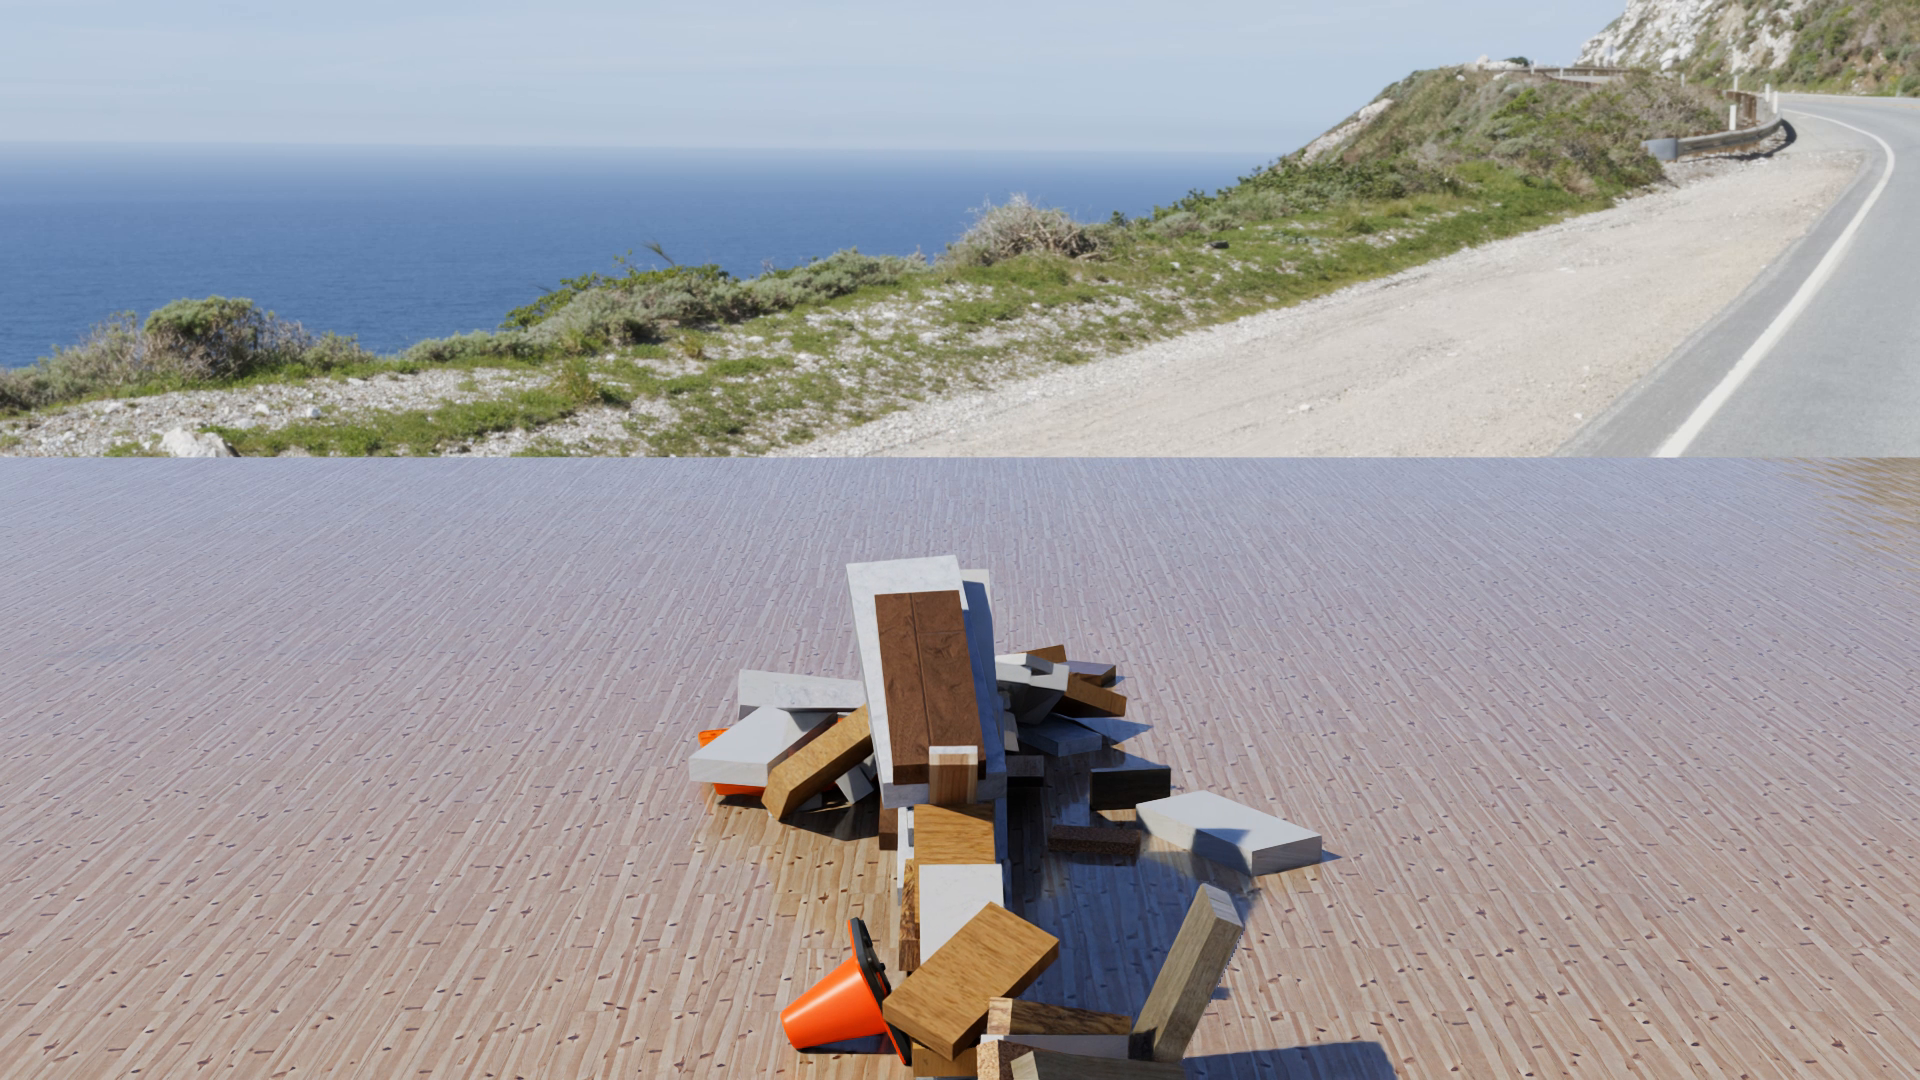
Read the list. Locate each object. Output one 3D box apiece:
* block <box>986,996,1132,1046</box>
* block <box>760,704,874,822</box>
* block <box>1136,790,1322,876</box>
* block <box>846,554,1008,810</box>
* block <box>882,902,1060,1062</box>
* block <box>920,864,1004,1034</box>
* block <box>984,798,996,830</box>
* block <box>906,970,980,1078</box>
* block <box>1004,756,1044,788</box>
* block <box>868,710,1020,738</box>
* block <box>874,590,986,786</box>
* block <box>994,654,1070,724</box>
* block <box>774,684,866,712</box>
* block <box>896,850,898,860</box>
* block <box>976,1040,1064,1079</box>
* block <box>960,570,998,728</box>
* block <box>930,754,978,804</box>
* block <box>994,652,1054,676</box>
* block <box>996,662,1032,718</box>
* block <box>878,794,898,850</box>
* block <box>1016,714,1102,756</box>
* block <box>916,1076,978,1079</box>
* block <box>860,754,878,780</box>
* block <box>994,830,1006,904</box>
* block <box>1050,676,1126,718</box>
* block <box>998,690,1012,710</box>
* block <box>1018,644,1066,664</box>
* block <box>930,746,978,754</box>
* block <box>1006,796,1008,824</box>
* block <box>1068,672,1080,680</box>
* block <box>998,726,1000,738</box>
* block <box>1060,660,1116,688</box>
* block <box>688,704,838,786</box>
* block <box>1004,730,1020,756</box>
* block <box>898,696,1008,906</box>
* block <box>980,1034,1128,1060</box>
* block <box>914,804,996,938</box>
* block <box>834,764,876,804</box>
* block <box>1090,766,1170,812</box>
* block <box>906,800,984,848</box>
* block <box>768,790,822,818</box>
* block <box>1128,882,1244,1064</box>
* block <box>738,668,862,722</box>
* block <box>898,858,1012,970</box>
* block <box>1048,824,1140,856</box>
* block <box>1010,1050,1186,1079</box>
[{"bbox_3d":[0.124,0.650,2.764,0.035,0.124,0.248,-6,-18,40],"label":"block"},{"bbox_3d":[-0.199,0.371,4.047,0.358,0.051,0.179,-34,-14,-24],"label":"block"},{"bbox_3d":[0.476,0.520,3.923,0.160,0.045,0.320,-7,13,-33],"label":"block"},{"bbox_3d":[-0.058,0.206,3.369,0.179,0.051,0.526,-5,37,-7],"label":"block"},{"bbox_3d":[0.016,0.555,2.783,0.111,0.031,0.222,25,42,30],"label":"block"},{"bbox_3d":[0.004,0.531,2.871,0.111,0.031,0.274,0,36,-1],"label":"block"},{"bbox_3d":[-0.003,0.431,3.259,0.111,0.031,0.221,0,23,1],"label":"block"},{"bbox_3d":[0.001,0.625,2.865,0.132,0.037,0.265,-1,11,-3],"label":"block"},{"bbox_3d":[0.090,0.435,4.120,0.132,0.037,0.265,-1,-11,2],"label":"block"},{"bbox_3d":[-0.023,0.353,4.073,0.176,0.050,0.447,-15,-11,11],"label":"block"},{"bbox_3d":[-0.048,0.214,3.283,0.133,0.038,0.398,-3,36,-5],"label":"block"},{"bbox_3d":[0.102,0.302,4.429,0.176,0.050,0.353,9,-16,-5],"label":"block"},{"bbox_3d":[-0.190,0.310,4.302,0.320,0.045,0.160,0,-7,6],"label":"block"},{"bbox_3d":[-0.011,0.508,3.696,0.174,0.049,0.347,-1,-7,1],"label":"block"},{"bbox_3d":[0.124,0.677,2.613,0.248,0.124,0.035,22,-36,-39],"label":"block"},{"bbox_3d":[-0.037,0.176,3.496,0.179,0.051,0.358,-1,36,-2],"label":"block"},{"bbox_3d":[-0.010,0.347,3.092,0.067,0.133,0.019,0,49,-1],"label":"block"},{"bbox_3d":[0.094,0.240,4.172,0.155,0.022,0.077,-9,-23,44],"label":"block"},{"bbox_3d":[0.060,0.318,4.353,0.117,0.033,0.536,8,-16,-1],"label":"block"},{"bbox_3d":[-0.041,0.348,3.521,0.165,0.047,0.330,1,47,0],"label":"block"},{"bbox_3d":[0.189,0.404,4.585,0.108,0.030,0.215,-6,12,-31],"label":"block"},{"bbox_3d":[0.007,0.679,2.935,0.132,0.037,0.265,0,-2,-1],"label":"block"},{"bbox_3d":[-0.159,0.385,4.184,0.077,0.155,0.022,39,-12,3],"label":"block"},{"bbox_3d":[-0.002,0.449,3.138,0.111,0.031,0.221,-2,23,-5],"label":"block"},{"bbox_3d":[0.193,0.317,4.617,0.152,0.043,0.303,-6,-21,45],"label":"block"},{"bbox_3d":[0.007,0.338,4.257,0.117,0.033,0.234,-9,-11,-18],"label":"block"},{"bbox_3d":[-0.010,0.293,4.772,0.141,0.040,0.613,-15,-5,40],"label":"block"},{"bbox_3d":[-0.010,0.339,3.111,0.067,0.133,0.019,-1,49,-1],"label":"block"},{"bbox_3d":[-0.011,0.468,3.786,0.174,0.049,0.347,-1,-7,3],"label":"block"},{"bbox_3d":[0.116,0.345,4.767,0.152,0.043,0.303,-11,1,39],"label":"block"},{"bbox_3d":[-0.027,0.234,3.498,0.165,0.047,0.330,-1,36,-2],"label":"block"},{"bbox_3d":[0.243,0.307,5.109,0.215,0.030,0.108,4,11,22],"label":"block"},{"bbox_3d":[-0.377,0.396,4.268,0.160,0.045,0.357,2,13,18],"label":"block"},{"bbox_3d":[0.011,0.380,4.016,0.132,0.037,0.265,-15,-11,13],"label":"block"},{"bbox_3d":[-0.012,0.398,3.404,0.165,0.047,0.373,0,45,0],"label":"block"},{"bbox_3d":[0.118,0.670,2.696,0.035,0.124,0.248,-8,-15,40],"label":"block"},{"bbox_3d":[-0.007,0.454,3.030,0.111,0.031,0.222,0,38,-1],"label":"block"},{"bbox_3d":[-0.212,0.440,4.151,0.054,0.107,0.015,-35,0,13],"label":"block"},{"bbox_3d":[0.320,0.466,4.130,0.151,0.076,0.021,-2,11,-10],"label":"block"},{"bbox_3d":[-0.024,0.378,3.224,0.111,0.031,0.221,-1,23,-3],"label":"block"},{"bbox_3d":[-0.308,0.481,4.110,0.107,0.054,0.015,-7,12,-35],"label":"block"},{"bbox_3d":[0.292,0.599,2.911,0.038,0.266,0.133,23,9,-6],"label":"block"},{"bbox_3d":[-0.327,0.341,4.656,0.283,0.040,0.141,6,27,-10],"label":"block"},{"bbox_3d":[-0.004,0.525,3.100,0.155,0.044,0.310,0,12,0],"label":"block"},{"bbox_3d":[0.239,0.534,3.913,0.155,0.022,0.077,2,11,12],"label":"block"},{"bbox_3d":[0.179,0.682,2.598,0.266,0.133,0.038,17,-41,-41],"label":"block"}]
